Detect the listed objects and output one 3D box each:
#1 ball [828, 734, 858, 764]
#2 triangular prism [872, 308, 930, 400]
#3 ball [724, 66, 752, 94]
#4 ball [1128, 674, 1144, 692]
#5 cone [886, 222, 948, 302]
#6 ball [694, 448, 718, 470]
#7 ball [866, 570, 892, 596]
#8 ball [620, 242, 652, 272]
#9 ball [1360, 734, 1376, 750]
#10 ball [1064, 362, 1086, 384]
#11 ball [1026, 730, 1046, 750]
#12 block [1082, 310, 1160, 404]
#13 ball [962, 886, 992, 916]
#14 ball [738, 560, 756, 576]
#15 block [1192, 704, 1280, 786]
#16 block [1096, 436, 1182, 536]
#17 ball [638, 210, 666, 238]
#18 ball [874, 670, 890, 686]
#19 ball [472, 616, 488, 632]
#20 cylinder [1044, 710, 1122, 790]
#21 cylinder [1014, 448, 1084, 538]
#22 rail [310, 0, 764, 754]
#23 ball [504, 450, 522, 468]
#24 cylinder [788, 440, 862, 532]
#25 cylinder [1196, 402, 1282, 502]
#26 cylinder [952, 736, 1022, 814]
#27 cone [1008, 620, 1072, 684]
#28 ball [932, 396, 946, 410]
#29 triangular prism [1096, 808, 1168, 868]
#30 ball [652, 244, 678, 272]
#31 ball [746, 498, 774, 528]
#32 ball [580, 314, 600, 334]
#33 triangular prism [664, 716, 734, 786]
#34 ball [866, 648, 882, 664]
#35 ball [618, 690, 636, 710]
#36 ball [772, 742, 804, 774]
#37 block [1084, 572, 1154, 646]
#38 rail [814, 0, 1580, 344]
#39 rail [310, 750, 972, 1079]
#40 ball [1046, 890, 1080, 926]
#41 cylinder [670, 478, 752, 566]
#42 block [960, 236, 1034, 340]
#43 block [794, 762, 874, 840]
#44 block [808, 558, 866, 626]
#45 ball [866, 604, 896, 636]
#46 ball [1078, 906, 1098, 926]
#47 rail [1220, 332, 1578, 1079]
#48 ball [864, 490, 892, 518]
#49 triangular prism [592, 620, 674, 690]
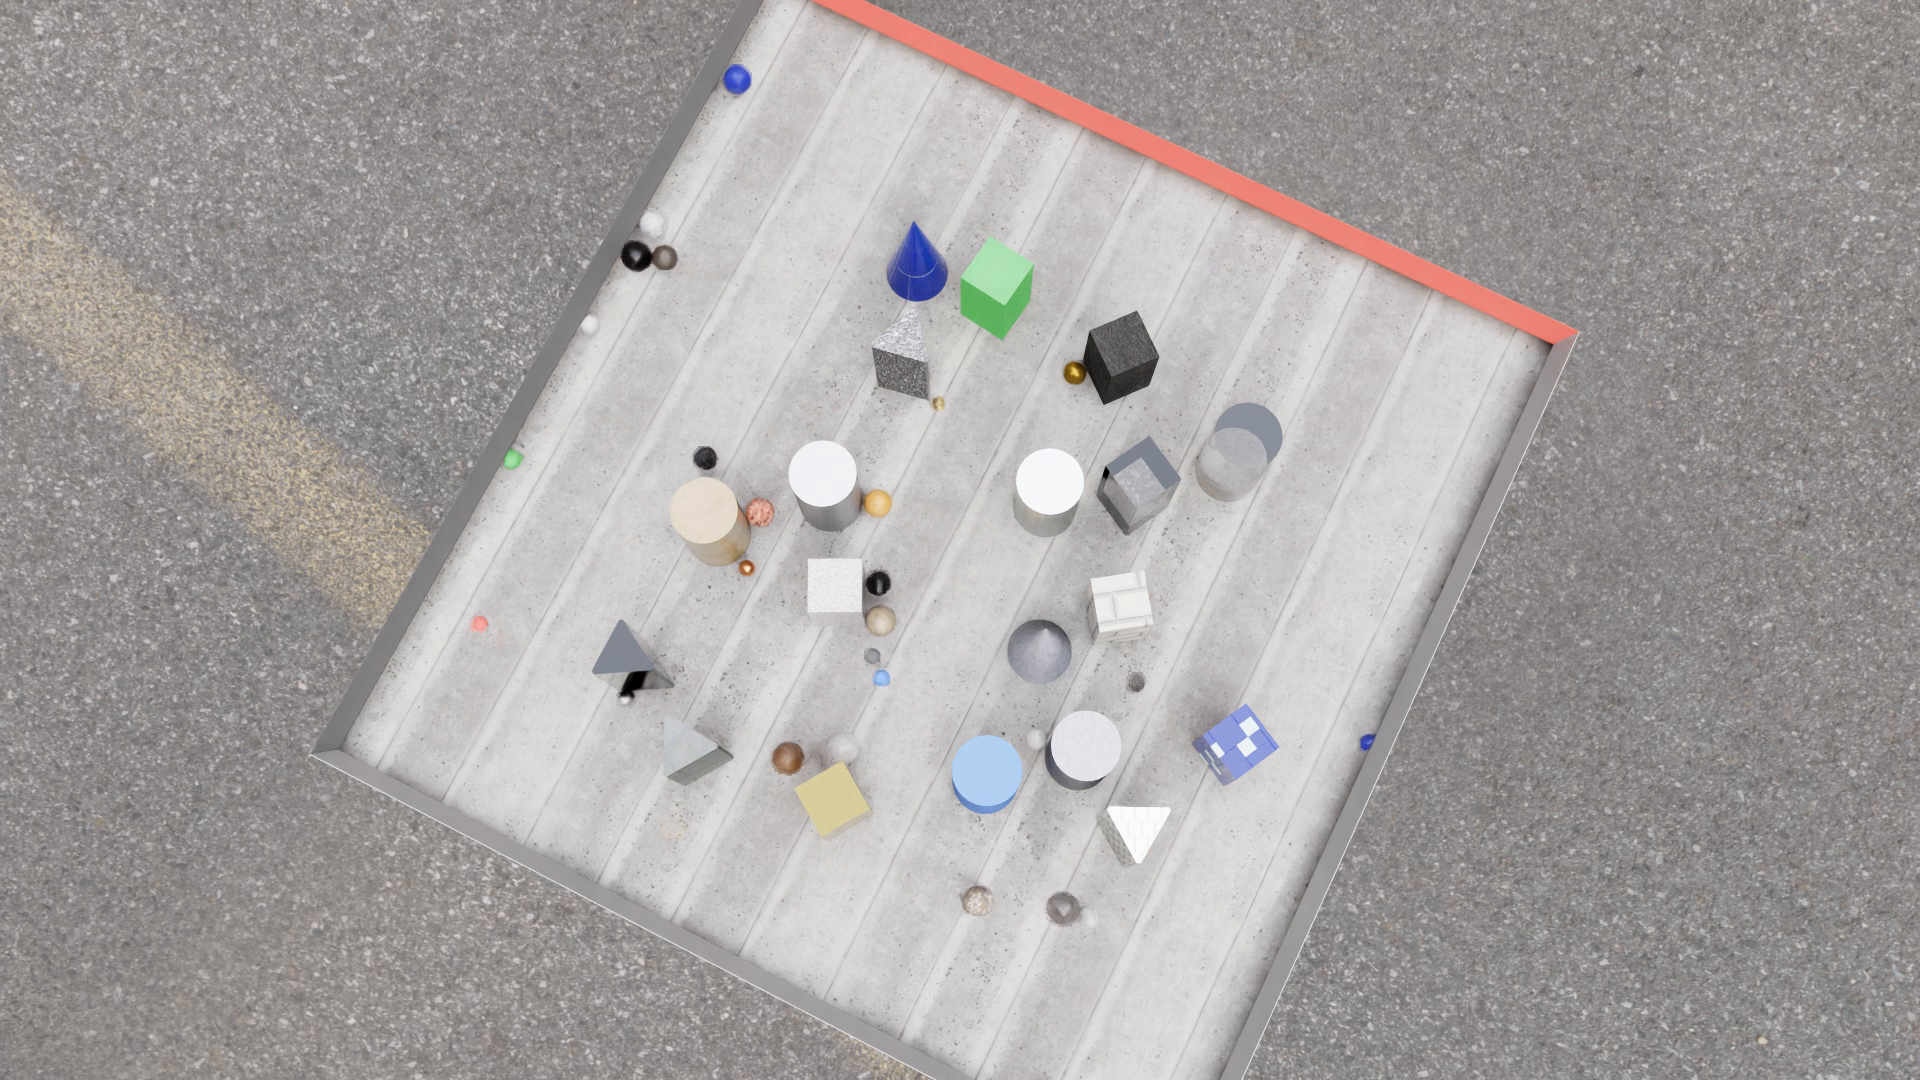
[{"bbox_3d":[-0.349,0.621,5.441,0.092,0.092,0.092,0,78,0],"label":"ball"},{"bbox_3d":[-0.155,-0.570,5.530,0.170,0.400,0.147,17,79,3],"label":"triangular prism"},{"bbox_3d":[-0.714,-1.473,5.875,0.090,0.090,0.090,0,78,0],"label":"ball"},{"bbox_3d":[0.530,0.430,5.500,0.051,0.051,0.051,0,78,0],"label":"ball"},{"bbox_3d":[-0.135,-0.891,5.576,0.196,0.441,0.196,0,78,0],"label":"cone"},{"bbox_3d":[-0.781,-0.250,5.633,0.070,0.070,0.070,0,78,0],"label":"ball"},{"bbox_3d":[-0.246,0.131,5.551,0.075,0.075,0.075,0,78,0],"label":"ball"},{"bbox_3d":[-1.016,-0.889,5.752,0.096,0.096,0.096,0,78,0],"label":"ball"},{"bbox_3d":[1.219,0.604,5.466,0.050,0.050,0.050,0,78,0],"label":"ball"},{"bbox_3d":[0.357,-0.518,5.687,0.073,0.073,0.073,0,78,0],"label":"ball"},{"bbox_3d":[0.228,0.595,5.461,0.063,0.063,0.063,0,78,0],"label":"ball"},{"bbox_3d":[0.487,-0.551,5.576,0.157,0.303,0.157,-23,79,-5],"label":"block"},{"bbox_3d":[0.052,1.054,5.353,0.088,0.088,0.088,0,78,0],"label":"ball"},{"bbox_3d":[-0.649,0.085,5.573,0.053,0.053,0.053,0,78,0],"label":"ball"},{"bbox_3d":[0.803,0.601,5.357,0.157,0.264,0.157,-35,81,-7],"label":"block"},{"bbox_3d":[0.528,-0.156,5.455,0.157,0.380,0.157,-34,80,-7],"label":"block"},{"bbox_3d":[-0.970,-0.996,5.780,0.084,0.084,0.084,0,78,0],"label":"ball"},{"bbox_3d":[-0.233,0.415,5.505,0.050,0.050,0.050,0,78,0],"label":"ball"},{"bbox_3d":[-1.452,0.253,5.541,0.045,0.045,0.045,0,78,0],"label":"ball"},{"bbox_3d":[0.352,0.612,5.292,0.196,0.388,0.196,0,78,0],"label":"cylinder"},{"bbox_3d":[0.261,-0.137,5.478,0.196,0.327,0.196,0,78,0],"label":"cylinder"},{"bbox_3d":[-1.241,-0.601,5.675,0.045,0.127,2.858,26,80,5],"label":"rail"},{"bbox_3d":[-1.377,-0.249,5.639,0.057,0.057,0.057,0,78,0],"label":"ball"},{"bbox_3d":[-0.397,-0.157,5.469,0.196,0.352,0.196,0,78,0],"label":"cylinder"},{"bbox_3d":[0.825,-0.256,5.451,0.196,0.427,0.196,0,78,0],"label":"cylinder"},{"bbox_3d":[0.075,0.679,5.276,0.196,0.392,0.196,0,78,0],"label":"cylinder"},{"bbox_3d":[0.240,0.292,5.328,0.196,0.448,0.196,0,78,0],"label":"cone"},{"bbox_3d":[-0.067,-0.426,5.684,0.040,0.040,0.040,0,78,0],"label":"ball"},{"bbox_3d":[0.466,0.815,5.218,0.147,0.451,0.170,31,80,6],"label":"triangular prism"},{"bbox_3d":[-0.927,-0.886,5.758,0.082,0.082,0.082,0,78,0],"label":"ball"},{"bbox_3d":[-0.610,-0.083,5.589,0.088,0.088,0.088,0,78,0],"label":"ball"},{"bbox_3d":[-1.158,-0.673,5.725,0.061,0.061,0.061,0,78,0],"label":"ball"},{"bbox_3d":[-0.787,0.592,5.306,0.170,0.369,0.147,-29,80,-6],"label":"triangular prism"},{"bbox_3d":[-0.261,0.350,5.520,0.046,0.046,0.046,0,78,0],"label":"ball"},{"bbox_3d":[-0.997,0.478,5.489,0.057,0.057,0.057,0,78,0],"label":"ball"},{"bbox_3d":[-0.510,0.645,5.435,0.093,0.093,0.093,0,78,0],"label":"ball"},{"bbox_3d":[0.468,0.205,5.431,0.157,0.280,0.157,-9,78,-2],"label":"block"},{"bbox_3d":[0.628,-1.224,5.804,2.822,0.127,0.045,26,80,5],"label":"rail"},{"bbox_3d":[-0.628,1.238,5.294,2.822,0.127,0.045,26,80,5],"label":"rail"},{"bbox_3d":[0.300,1.073,5.344,0.098,0.098,0.098,0,78,0],"label":"ball"},{"bbox_3d":[-0.738,-0.050,5.449,0.196,0.349,0.196,0,78,0],"label":"cylinder"},{"bbox_3d":[0.111,-0.766,5.604,0.157,0.335,0.157,33,80,6],"label":"block"},{"bbox_3d":[-0.362,0.759,5.317,0.157,0.279,0.157,-30,80,-6],"label":"block"},{"bbox_3d":[-0.363,0.158,5.450,0.157,0.262,0.157,0,78,0],"label":"block"},{"bbox_3d":[-0.238,0.241,5.519,0.093,0.093,0.093,0,78,0],"label":"ball"},{"bbox_3d":[0.376,1.101,5.359,0.058,0.058,0.058,0,78,0],"label":"ball"},{"bbox_3d":[1.241,0.614,5.423,0.045,0.127,2.858,26,80,5],"label":"rail"},{"bbox_3d":[-0.251,-0.110,5.595,0.087,0.087,0.087,0,78,0],"label":"ball"},{"bbox_3d":[-0.950,0.335,5.343,0.170,0.401,0.147,-4,78,-1],"label":"triangular prism"}]
